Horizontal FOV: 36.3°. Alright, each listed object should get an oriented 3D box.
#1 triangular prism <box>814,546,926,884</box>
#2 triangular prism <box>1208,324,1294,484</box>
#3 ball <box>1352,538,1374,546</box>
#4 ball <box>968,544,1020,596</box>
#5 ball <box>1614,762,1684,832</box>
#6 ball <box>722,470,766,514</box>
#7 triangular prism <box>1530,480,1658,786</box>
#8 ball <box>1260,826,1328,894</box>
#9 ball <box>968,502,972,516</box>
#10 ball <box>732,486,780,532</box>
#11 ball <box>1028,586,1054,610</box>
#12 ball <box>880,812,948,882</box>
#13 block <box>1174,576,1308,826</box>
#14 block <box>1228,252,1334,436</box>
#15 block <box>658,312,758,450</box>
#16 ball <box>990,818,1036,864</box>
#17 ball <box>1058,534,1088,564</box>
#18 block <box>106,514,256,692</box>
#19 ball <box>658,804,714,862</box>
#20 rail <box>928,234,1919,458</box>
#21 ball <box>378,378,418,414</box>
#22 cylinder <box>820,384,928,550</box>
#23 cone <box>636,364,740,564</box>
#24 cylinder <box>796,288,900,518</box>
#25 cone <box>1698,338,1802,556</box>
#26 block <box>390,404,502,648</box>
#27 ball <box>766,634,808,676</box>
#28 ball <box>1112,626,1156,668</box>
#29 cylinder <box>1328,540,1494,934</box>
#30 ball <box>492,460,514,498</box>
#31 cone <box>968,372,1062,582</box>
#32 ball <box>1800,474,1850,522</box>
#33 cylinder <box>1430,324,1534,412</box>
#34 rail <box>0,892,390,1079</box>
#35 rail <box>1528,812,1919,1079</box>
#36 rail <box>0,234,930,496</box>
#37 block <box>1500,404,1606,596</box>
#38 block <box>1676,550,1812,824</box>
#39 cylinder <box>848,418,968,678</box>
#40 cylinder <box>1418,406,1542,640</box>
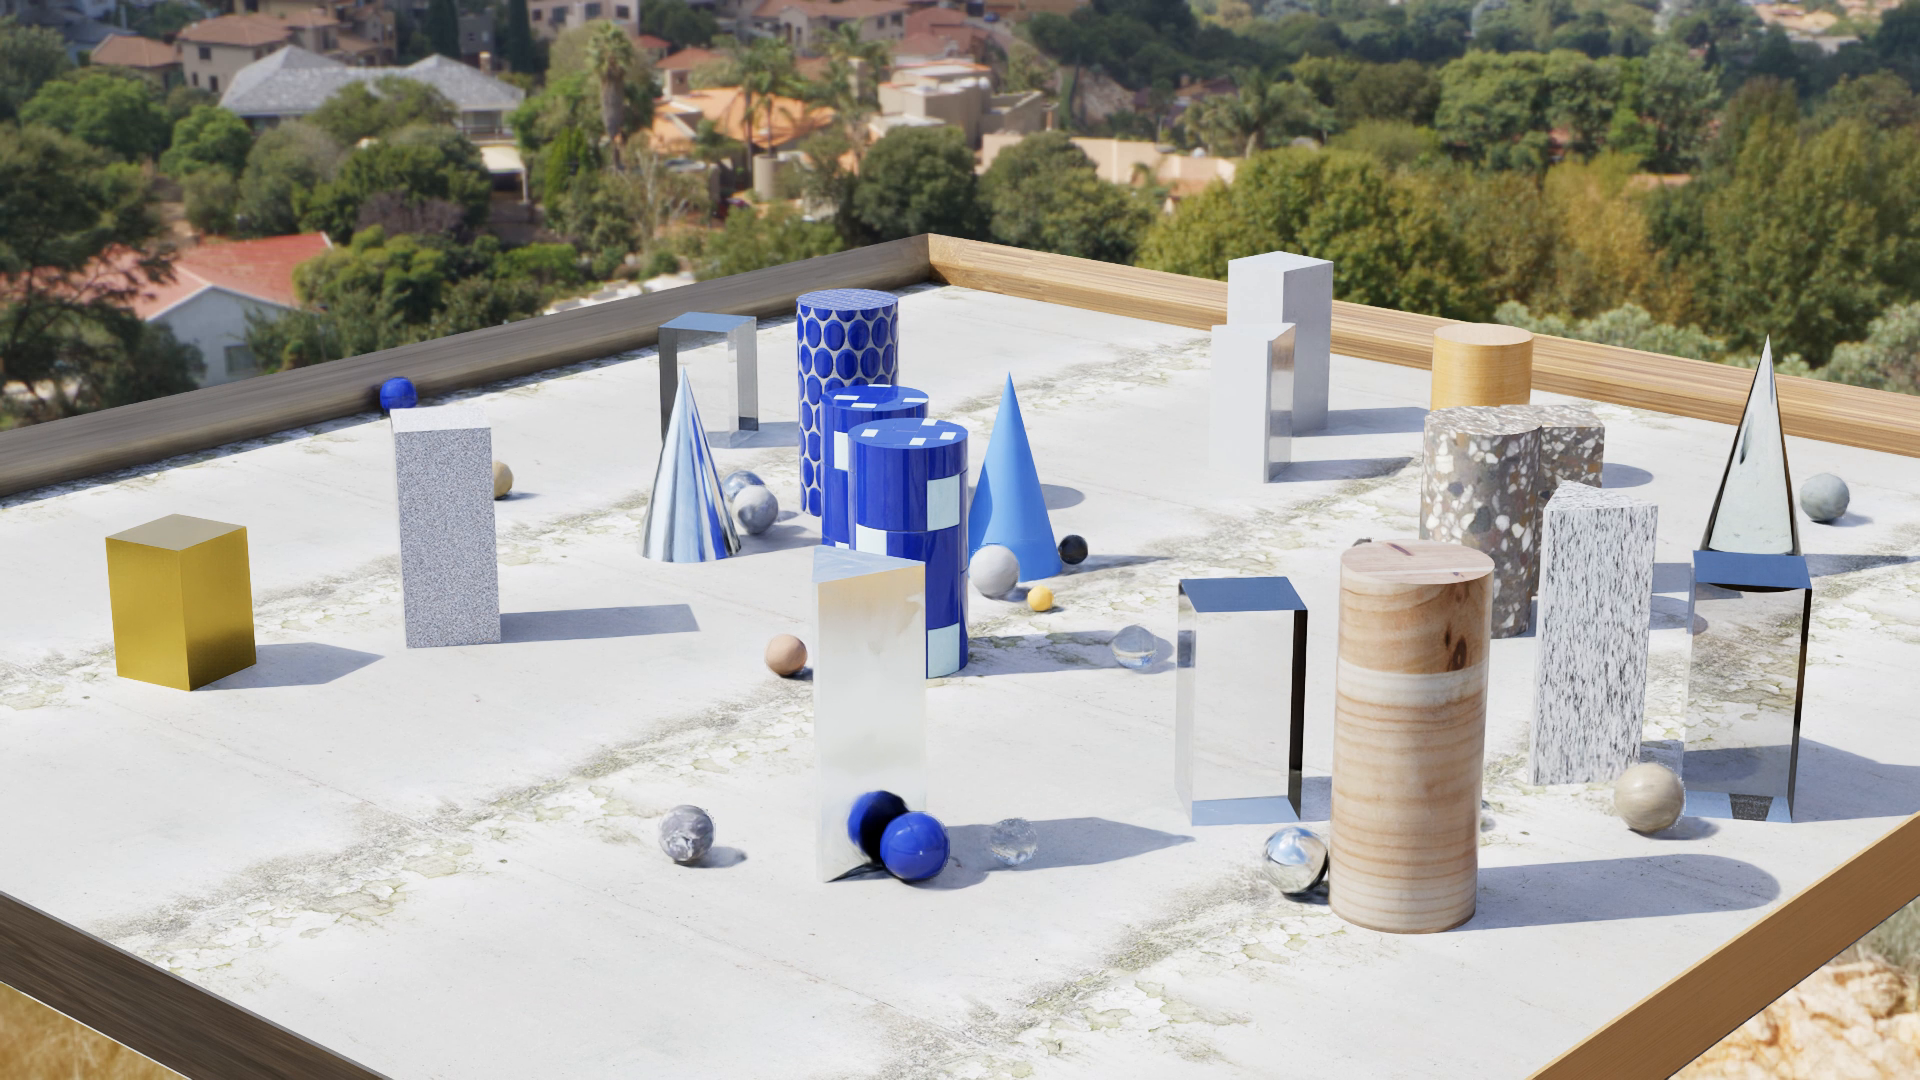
[{"bbox_3d":[-0.154,0.227,3.964,0.168,0.422,0.145,-10,19,-30],"label":"triangular prism"},{"bbox_3d":[0.612,-0.283,5.880,0.145,0.291,0.168,-13,21,-36],"label":"triangular prism"},{"bbox_3d":[0.730,0.022,5.283,0.052,0.052,0.052,0,17,0],"label":"ball"},{"bbox_3d":[0.060,0.053,5.114,0.090,0.090,0.090,0,17,0],"label":"ball"},{"bbox_3d":[0.960,0.359,4.088,0.097,0.097,0.097,0,17,0],"label":"ball"},{"bbox_3d":[-0.413,-0.088,5.573,0.094,0.094,0.094,0,17,0],"label":"ball"},{"bbox_3d":[0.899,0.133,4.285,0.168,0.417,0.145,-3,17,-9],"label":"triangular prism"},{"bbox_3d":[0.442,0.422,3.871,0.090,0.090,0.090,0,17,0],"label":"ball"},{"bbox_3d":[-0.016,-0.045,5.451,0.083,0.083,0.083,0,17,0],"label":"ball"},{"bbox_3d":[-0.383,-0.058,5.487,0.088,0.088,0.088,0,17,0],"label":"ball"},{"bbox_3d":[0.138,0.100,5.038,0.044,0.044,0.044,0,17,0],"label":"ball"},{"bbox_3d":[-0.061,0.410,3.926,0.093,0.093,0.093,0,17,0],"label":"ball"},{"bbox_3d":[0.395,0.227,4.149,0.155,0.315,0.155,-1,17,-5],"label":"block"},{"bbox_3d":[0.674,-0.415,6.205,0.155,0.356,0.155,-14,22,-40],"label":"block"},{"bbox_3d":[-0.524,-0.335,6.126,0.155,0.248,0.155,6,18,18],"label":"block"},{"bbox_3d":[0.071,0.409,3.981,0.063,0.063,0.063,0,17,0],"label":"ball"},{"bbox_3d":[0.204,0.017,5.277,0.055,0.055,0.055,0,17,0],"label":"ball"},{"bbox_3d":[-1.251,0.099,4.715,0.155,0.234,0.155,9,19,28],"label":"block"},{"bbox_3d":[-0.373,0.399,3.991,0.078,0.078,0.078,0,17,0],"label":"ball"},{"bbox_3d":[1.275,-0.393,6.526,3.638,0.126,0.045,14,22,39],"label":"rail"},{"bbox_3d":[-1.212,-0.309,6.326,0.082,0.082,0.082,0,17,0],"label":"ball"},{"bbox_3d":[-0.152,-0.102,5.243,0.194,0.313,0.194,0,17,0],"label":"cylinder"},{"bbox_3d":[-0.500,-0.152,5.349,0.194,0.348,0.194,0,17,0],"label":"cone"},{"bbox_3d":[-0.213,-0.261,5.606,0.194,0.407,0.194,0,17,0],"label":"cylinder"},{"bbox_3d":[1.422,-0.157,5.220,0.194,0.431,0.194,0,17,0],"label":"cone"},{"bbox_3d":[-0.857,-0.024,4.885,0.155,0.370,0.155,-4,17,-13],"label":"block"},{"bbox_3d":[-0.279,0.185,4.717,0.067,0.067,0.067,0,17,0],"label":"ball"},{"bbox_3d":[0.282,0.173,4.749,0.071,0.071,0.071,0,17,0],"label":"ball"},{"bbox_3d":[0.581,0.253,3.790,0.194,0.472,0.194,0,17,0],"label":"cylinder"},{"bbox_3d":[-0.907,-0.118,5.712,0.073,0.073,0.073,0,17,0],"label":"ball"},{"bbox_3d":[0.087,-0.126,5.235,0.194,0.363,0.194,0,17,0],"label":"cone"},{"bbox_3d":[1.638,-0.081,5.554,0.092,0.092,0.092,0,17,0],"label":"ball"},{"bbox_3d":[1.027,-0.260,5.791,0.194,0.299,0.194,0,17,0],"label":"cylinder"},{"bbox_3d":[-1.275,0.456,3.715,3.638,0.126,0.045,14,22,39],"label":"rail"},{"bbox_3d":[1.356,0.372,3.993,0.045,0.126,3.936,14,22,39],"label":"rail"},{"bbox_3d":[-1.356,-0.309,6.247,0.045,0.126,3.936,14,22,39],"label":"rail"},{"bbox_3d":[1.030,-0.070,5.147,0.155,0.306,0.155,0,17,1],"label":"block"},{"bbox_3d":[1.109,0.207,4.161,0.155,0.347,0.155,3,17,11],"label":"block"},{"bbox_3d":[-0.083,0.013,4.739,0.194,0.384,0.194,0,17,0],"label":"cylinder"},{"bbox_3d":[0.871,-0.031,4.935,0.194,0.353,0.194,0,17,0],"label":"cylinder"}]
